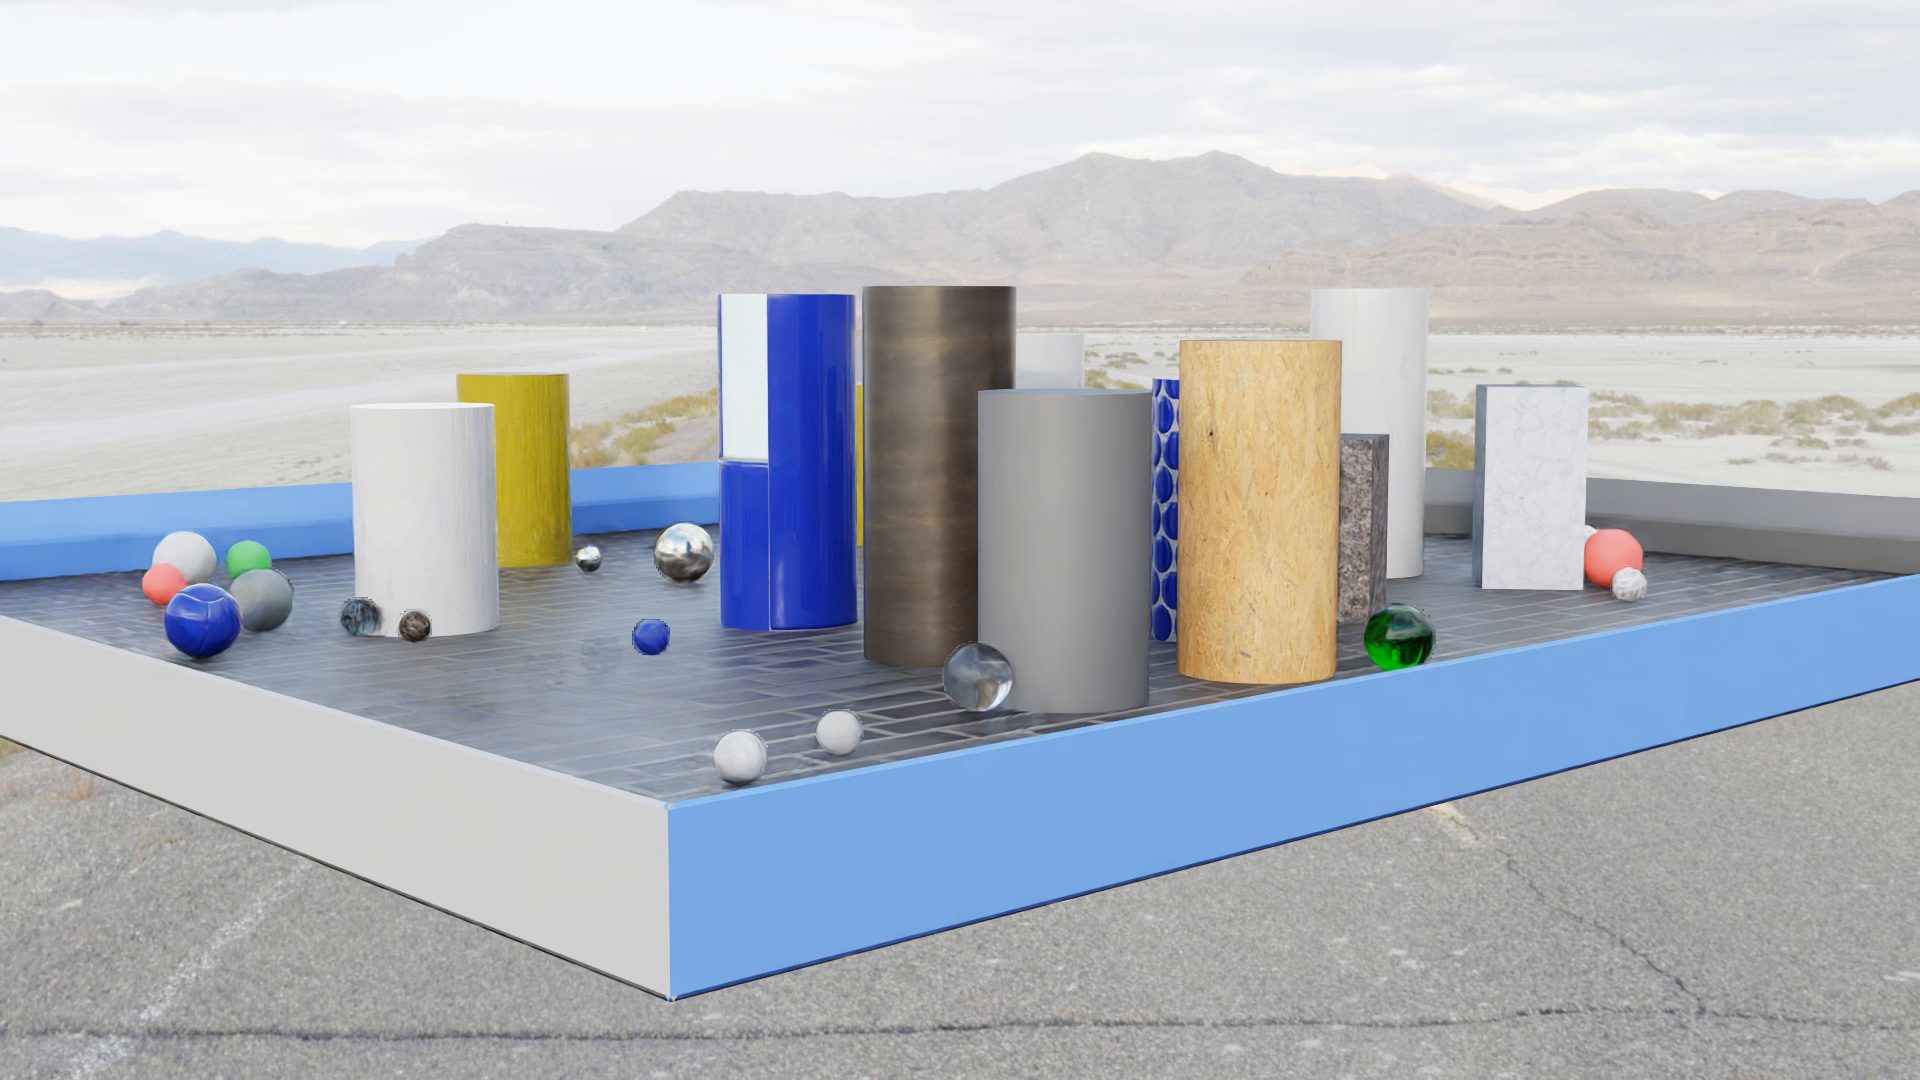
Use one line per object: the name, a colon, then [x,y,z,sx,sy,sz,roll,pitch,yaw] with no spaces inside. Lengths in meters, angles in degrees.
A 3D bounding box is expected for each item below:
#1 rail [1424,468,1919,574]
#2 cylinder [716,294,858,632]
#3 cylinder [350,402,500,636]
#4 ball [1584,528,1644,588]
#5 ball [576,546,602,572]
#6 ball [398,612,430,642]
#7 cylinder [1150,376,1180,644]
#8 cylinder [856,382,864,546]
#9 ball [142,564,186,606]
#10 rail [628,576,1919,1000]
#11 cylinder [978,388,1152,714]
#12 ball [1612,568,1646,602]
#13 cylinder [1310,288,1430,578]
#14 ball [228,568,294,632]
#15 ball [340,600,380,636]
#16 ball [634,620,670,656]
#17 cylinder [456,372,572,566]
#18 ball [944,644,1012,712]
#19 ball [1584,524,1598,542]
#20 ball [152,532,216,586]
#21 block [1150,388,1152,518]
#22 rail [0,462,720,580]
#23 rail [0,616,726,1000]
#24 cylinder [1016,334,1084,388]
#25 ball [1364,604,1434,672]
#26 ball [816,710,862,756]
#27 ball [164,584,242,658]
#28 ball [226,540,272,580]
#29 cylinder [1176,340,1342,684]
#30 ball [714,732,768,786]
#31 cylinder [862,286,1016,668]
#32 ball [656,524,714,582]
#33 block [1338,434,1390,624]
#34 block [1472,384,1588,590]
rail: [1.045,-0.067,4.291,0.045,0.128,2.583,-5,8,-42]
cylinder: [-0.245,-0.115,3.134,0.197,0.466,0.197,0,6,0]
cylinder: [-0.750,-0.033,3.088,0.197,0.312,0.197,0,6,0]
ball: [1.046,0.030,3.530,0.097,0.097,0.097,0,6,0]
ball: [-0.635,0.033,3.758,0.044,0.044,0.044,0,6,0]
ball: [-0.733,0.117,2.956,0.042,0.042,0.042,0,6,0]
cylinder: [0.360,-0.044,3.001,0.197,0.353,0.197,0,6,0]
cylinder: [-0.166,-0.151,4.256,0.197,0.304,0.197,0,6,0]
ball: [-1.206,0.067,3.331,0.063,0.063,0.063,0,6,0]
rail: [0.860,0.130,2.405,2.892,0.128,0.045,-5,8,-42]
cylinder: [0.119,0.007,2.517,0.197,0.353,0.197,0,6,0]
ball: [1.026,0.068,3.374,0.052,0.052,0.052,0,6,0]
cylinder: [0.691,-0.185,3.734,0.197,0.480,0.197,0,6,0]
ball: [-0.972,0.083,3.054,0.088,0.088,0.088,0,6,0]
ball: [-0.818,0.106,2.998,0.051,0.051,0.051,0,6,0]
ball: [-0.399,0.127,2.847,0.045,0.045,0.045,0,6,0]
cylinder: [-0.791,-0.129,3.907,0.197,0.333,0.197,0,6,0]
ball: [0.020,0.152,2.438,0.075,0.075,0.075,0,6,0]
ball: [1.044,0.016,3.692,0.082,0.082,0.082,0,6,0]
ball: [-1.231,0.034,3.492,0.096,0.096,0.096,0,6,0]
block: [0.322,-0.107,3.838,0.158,0.305,0.158,-4,7,-33]
rail: [-0.860,-0.064,4.259,2.892,0.128,0.045,-5,8,-42]
rail: [-1.045,0.134,2.373,0.045,0.128,2.583,-5,8,-42]
cylinder: [0.103,-0.130,3.563,0.197,0.407,0.197,0,6,0]
ball: [0.541,0.121,2.707,0.084,0.084,0.084,0,6,0]
ball: [-0.121,0.194,2.206,0.045,0.045,0.045,0,6,0]
ball: [-0.973,0.104,2.826,0.095,0.095,0.095,0,6,0]
ball: [-1.161,0.036,3.587,0.071,0.071,0.071,0,6,0]
cylinder: [0.367,-0.041,2.707,0.197,0.408,0.197,0,6,0]
ball: [-0.207,0.205,2.070,0.050,0.050,0.050,0,6,0]
cylinder: [-0.026,-0.087,2.826,0.197,0.474,0.197,0,6,0]
ball: [-0.451,0.021,3.607,0.097,0.097,0.097,0,6,0]
block: [0.536,-0.022,3.227,0.158,0.262,0.158,2,6,20]
block: [0.926,-0.090,3.584,0.158,0.323,0.158,1,6,7]
